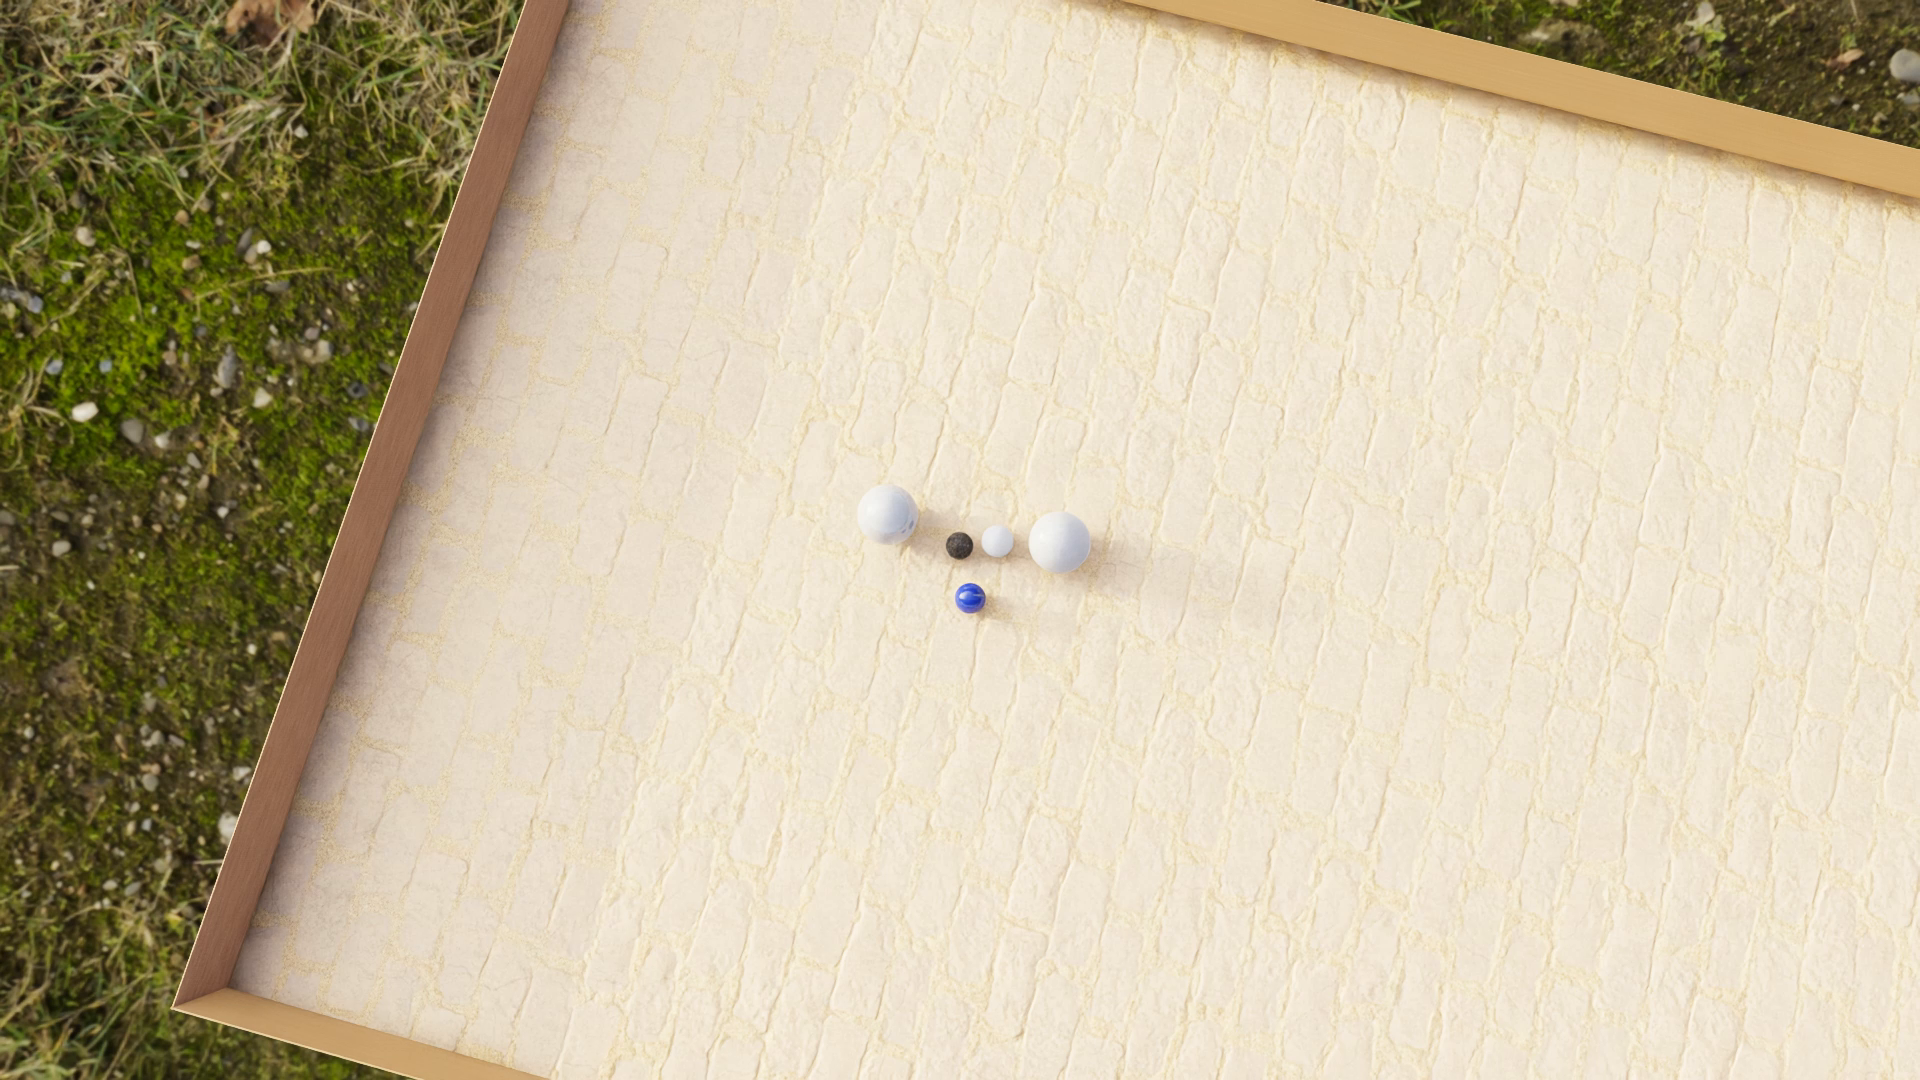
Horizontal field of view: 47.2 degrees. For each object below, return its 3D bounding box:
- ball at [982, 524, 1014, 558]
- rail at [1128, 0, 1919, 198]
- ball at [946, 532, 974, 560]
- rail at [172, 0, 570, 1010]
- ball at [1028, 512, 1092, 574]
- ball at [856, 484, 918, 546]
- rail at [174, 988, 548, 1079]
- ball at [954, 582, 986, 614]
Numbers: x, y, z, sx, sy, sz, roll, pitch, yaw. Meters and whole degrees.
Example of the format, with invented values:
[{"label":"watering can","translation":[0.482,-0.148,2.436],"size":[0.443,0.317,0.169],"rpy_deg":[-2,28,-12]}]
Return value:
[{"label":"ball","translation":[0.057,0.002,3.340],"size":[0.050,0.050,0.050],"rpy_deg":[0,76,0]},{"label":"rail","translation":[1.097,-0.663,3.464],"size":[3.521,0.126,0.045],"rpy_deg":[15,77,4]},{"label":"ball","translation":[-0.001,0.009,3.342],"size":[0.043,0.043,0.043],"rpy_deg":[0,76,0]},{"label":"rail","translation":[-0.826,-0.227,3.356],"size":[0.045,0.126,1.930],"rpy_deg":[15,77,4]},{"label":"ball","translation":[0.150,0.004,3.317],"size":[0.095,0.095,0.095],"rpy_deg":[0,76,0]},{"label":"ball","translation":[-0.109,-0.038,3.328],"size":[0.093,0.093,0.093],"rpy_deg":[0,76,0]},{"label":"rail","translation":[0.601,1.100,3.030],"size":[3.521,0.126,0.045],"rpy_deg":[15,77,4]},{"label":"ball","translation":[0.015,0.088,3.320],"size":[0.048,0.048,0.048],"rpy_deg":[0,76,0]}]
